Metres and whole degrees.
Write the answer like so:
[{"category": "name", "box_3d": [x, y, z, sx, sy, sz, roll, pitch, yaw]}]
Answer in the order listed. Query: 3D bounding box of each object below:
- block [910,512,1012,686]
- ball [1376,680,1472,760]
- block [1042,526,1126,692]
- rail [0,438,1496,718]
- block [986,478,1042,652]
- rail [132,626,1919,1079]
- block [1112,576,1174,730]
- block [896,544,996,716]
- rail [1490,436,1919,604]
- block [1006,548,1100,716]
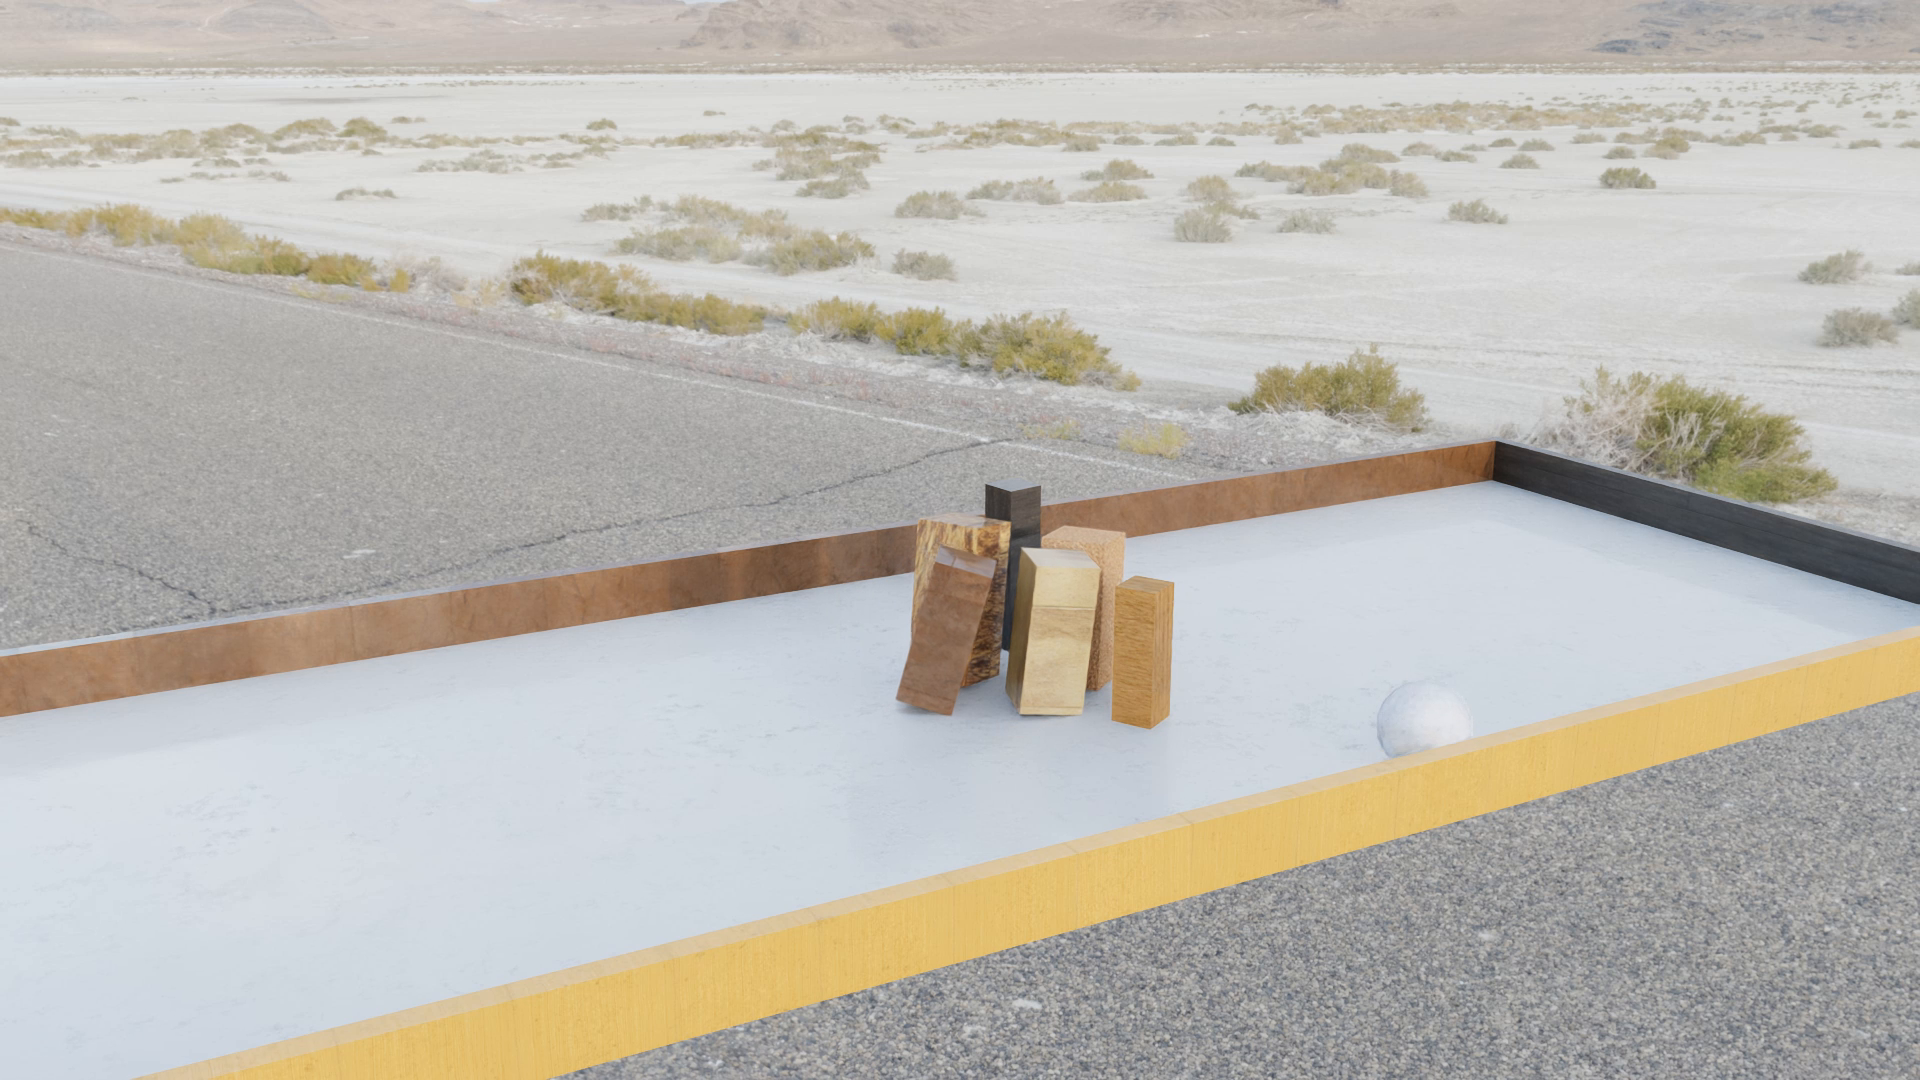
[{"category": "block", "box_3d": [-0.001, 0.145, 4.125, 0.169, 0.395, 0.169, 9, 10, 29]}, {"category": "ball", "box_3d": [0.980, 0.395, 3.486, 0.194, 0.194, 0.194, 0, 16, 0]}, {"category": "block", "box_3d": [0.301, 0.167, 4.112, 0.162, 0.368, 0.162, 7, 13, 22]}, {"category": "rail", "box_3d": [-3.305, 0.497, 3.399, 12.000, 0.150, 0.050, -9, 18, -27]}, {"category": "block", "box_3d": [0.139, 0.065, 4.358, 0.103, 0.437, 0.103, -13, 21, -37]}, {"category": "rail", "box_3d": [-2.336, 1.006, 1.665, 12.000, 0.150, 0.050, -9, 18, -27]}, {"category": "block", "box_3d": [0.429, 0.263, 3.869, 0.102, 0.333, 0.102, 10, 19, 31]}, {"category": "block", "box_3d": [-0.033, 0.215, 3.940, 0.139, 0.361, 0.139, 16, 17, 0]}, {"category": "rail", "box_3d": [2.466, -0.048, 5.253, 0.050, 0.150, 2.100, -9, 18, -27]}, {"category": "block", "box_3d": [0.219, 0.218, 3.941, 0.154, 0.366, 0.154, 2, 16, -13]}]
